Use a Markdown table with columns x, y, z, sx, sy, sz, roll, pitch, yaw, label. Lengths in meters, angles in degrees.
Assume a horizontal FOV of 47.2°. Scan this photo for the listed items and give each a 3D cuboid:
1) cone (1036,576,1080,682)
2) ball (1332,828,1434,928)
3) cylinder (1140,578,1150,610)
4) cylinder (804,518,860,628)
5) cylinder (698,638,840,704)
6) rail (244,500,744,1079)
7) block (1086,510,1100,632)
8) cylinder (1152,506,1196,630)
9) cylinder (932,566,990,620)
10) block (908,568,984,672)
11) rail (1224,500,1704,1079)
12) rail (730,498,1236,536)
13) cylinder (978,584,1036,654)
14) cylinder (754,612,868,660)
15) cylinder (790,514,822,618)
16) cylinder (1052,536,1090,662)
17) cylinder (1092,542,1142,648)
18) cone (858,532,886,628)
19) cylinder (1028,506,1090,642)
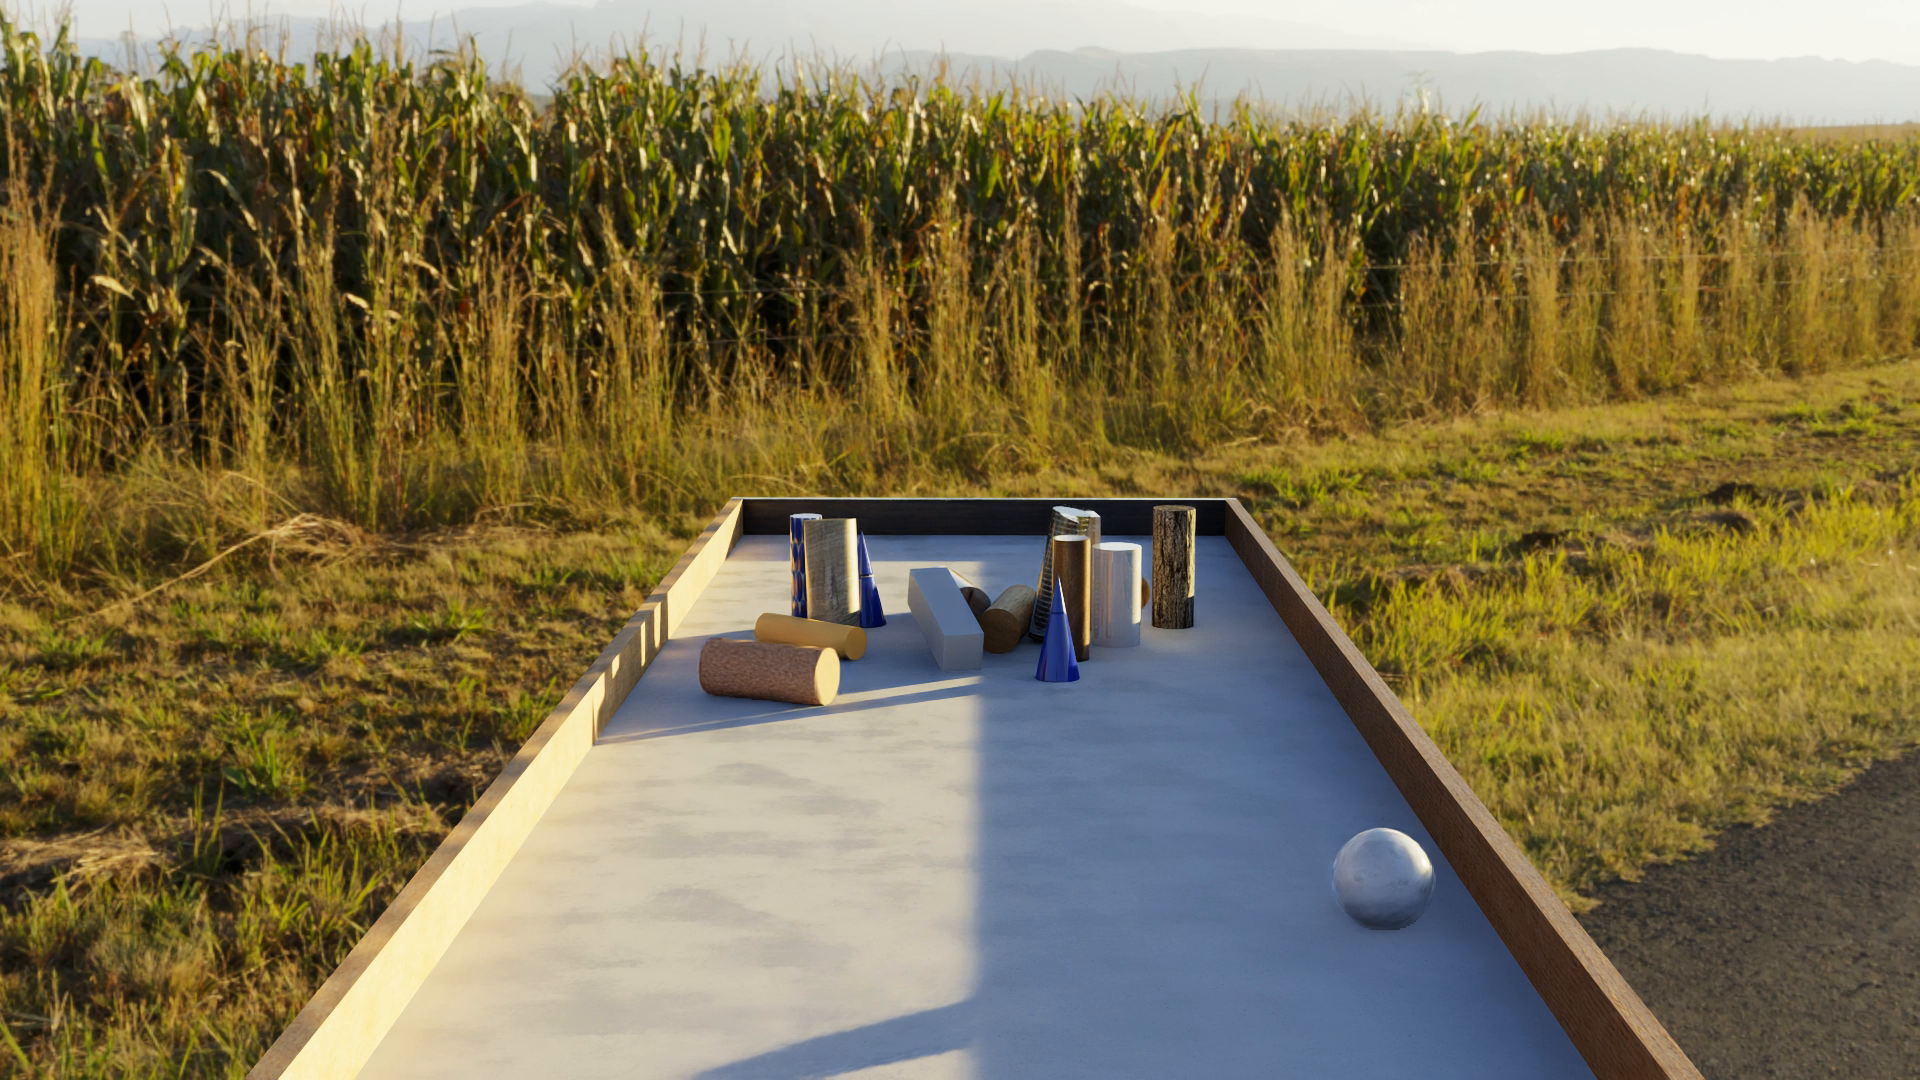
| x | y | z | sx | sy | sz | roll | pitch | yaw | label |
| --- | --- | --- | --- | --- | --- | --- | --- | --- | --- |
| 0.286 | 0.250 | 6.434 | 0.132 | 0.311 | 0.132 | 0 | 9 | 0 | cone |
| 0.818 | 0.655 | 4.259 | 0.193 | 0.193 | 0.193 | 0 | 9 | 0 | ball |
| 0.515 | 0.155 | 7.634 | 0.124 | 0.124 | 0.395 | -4 | 10 | -21 | cylinder |
| -0.403 | 0.126 | 6.944 | 0.165 | 0.381 | 0.165 | -2 | 3 | 0 | cylinder |
| -0.536 | 0.368 | 6.182 | 0.365 | 0.159 | 0.159 | 4 | 10 | 23 | cylinder |
| -1.004 | 0.839 | 3.234 | 0.050 | 0.150 | 12.000 | 0 | 9 | 1 | rail |
| 0.379 | 0.101 | 7.172 | 0.133 | 0.375 | 0.133 | -1 | 9 | -7 | block |
| 0.700 | 0.088 | 7.210 | 0.138 | 0.390 | 0.138 | 0 | 9 | 0 | cylinder |
| -0.021 | 0.196 | 7.269 | 0.157 | 0.157 | 0.417 | -2 | 9 | -13 | cylinder |
| -0.047 | 0.238 | 6.721 | 0.121 | 0.121 | 0.448 | -2 | 26 | -15 | block |
| 1.046 | 0.843 | 3.208 | 0.050 | 0.150 | 12.000 | 0 | 9 | 1 | rail |
| 0.099 | -0.098 | 9.147 | 2.100 | 0.150 | 0.050 | 0 | 9 | 1 | rail |
| 0.156 | 0.248 | 6.985 | 0.143 | 0.143 | 0.426 | 2 | 9 | 11 | cylinder |
| -0.464 | 0.297 | 6.812 | 0.380 | 0.102 | 0.102 | 7 | 12 | 39 | cylinder |
| -0.502 | 0.102 | 7.193 | 0.103 | 0.366 | 0.103 | 0 | 9 | 0 | cylinder |
| 0.337 | 0.178 | 6.694 | 0.116 | 0.373 | 0.116 | 0 | 9 | 0 | cylinder |
| 0.492 | 0.173 | 6.929 | 0.155 | 0.310 | 0.155 | 0 | 9 | 0 | cylinder |
| -0.322 | 0.121 | 7.237 | 0.160 | 0.315 | 0.160 | 0 | 9 | 0 | cone |
| 0.312 | 0.112 | 6.920 | 0.120 | 0.418 | 0.120 | 10 | 12 | -2 | cylinder |
